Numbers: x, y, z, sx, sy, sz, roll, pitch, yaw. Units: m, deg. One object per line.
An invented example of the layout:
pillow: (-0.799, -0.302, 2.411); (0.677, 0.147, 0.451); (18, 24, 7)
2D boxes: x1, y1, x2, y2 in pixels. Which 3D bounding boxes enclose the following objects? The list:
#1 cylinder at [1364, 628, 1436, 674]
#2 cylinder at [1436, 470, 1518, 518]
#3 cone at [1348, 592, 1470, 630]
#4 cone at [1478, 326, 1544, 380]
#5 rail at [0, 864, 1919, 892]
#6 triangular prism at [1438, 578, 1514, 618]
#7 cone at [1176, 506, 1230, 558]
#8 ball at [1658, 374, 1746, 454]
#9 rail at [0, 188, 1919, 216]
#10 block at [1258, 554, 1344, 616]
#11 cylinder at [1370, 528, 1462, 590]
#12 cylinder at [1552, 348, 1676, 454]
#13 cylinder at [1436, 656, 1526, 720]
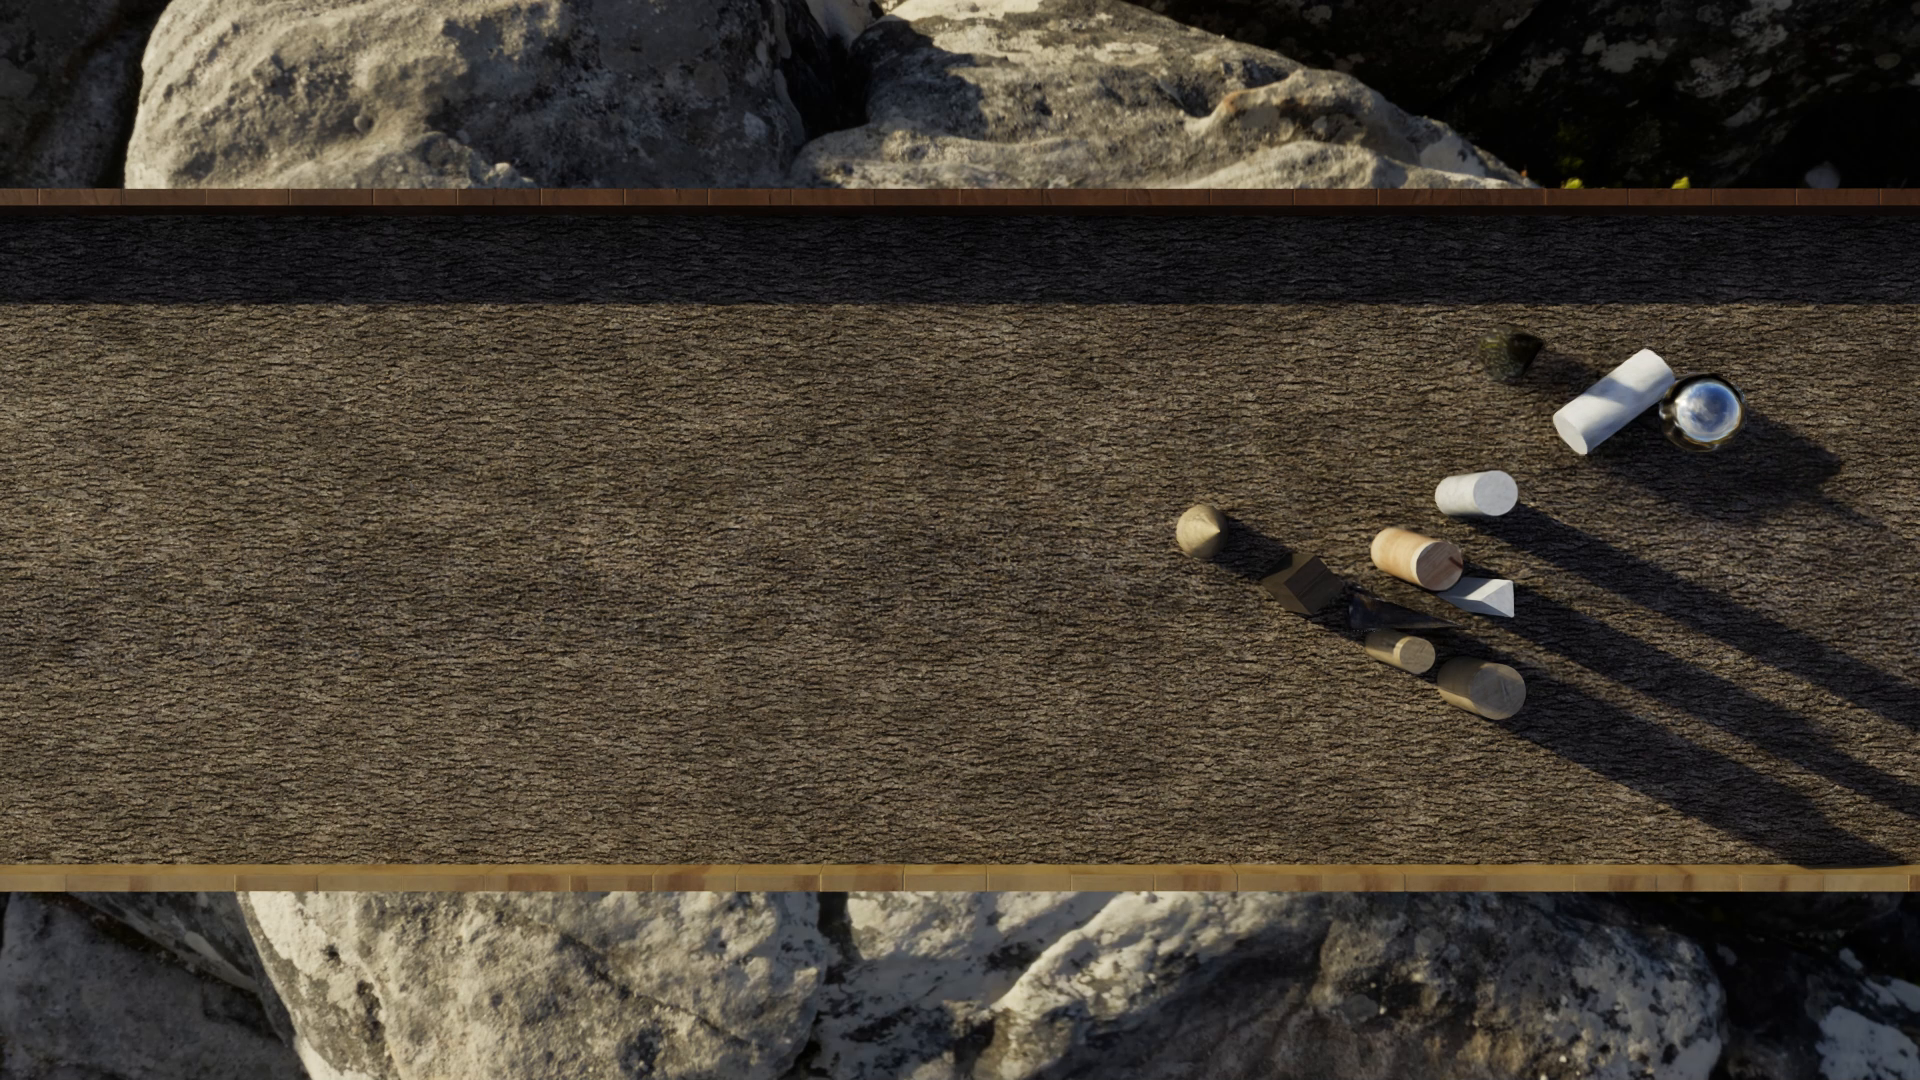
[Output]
cylinder: (1.295, 0.323, 4.872); (0.102, 0.408, 0.102); (0, 91, 0)
cylinder: (1.527, -0.134, 4.890); (0.130, 0.373, 0.130); (0, 90, 0)
cone: (1.363, 0.239, 4.990); (0.357, 0.117, 0.117); (8, 90, 9)
cone: (1.680, -0.573, 4.905); (0.168, 0.342, 0.168); (0, 90, 0)
rail: (-2.247, 1.025, 5.001); (12.000, 0.150, 0.050); (0, 90, 0)
triangular prism: (1.533, 0.154, 4.859); (0.103, 0.434, 0.089); (28, 90, 0)
cone: (0.748, -0.025, 4.908); (0.165, 0.337, 0.165); (0, 90, 0)
ball: (2.118, -0.362, 4.711); (0.228, 0.228, 0.228); (0, 90, 0)
rail: (-2.247, -1.025, 5.002); (12.000, 0.150, 0.050); (0, 90, 0)
block: (1.003, 0.127, 4.876); (0.123, 0.402, 0.123); (-42, 90, 0)
cylinder: (1.355, 0.054, 4.906); (0.145, 0.316, 0.145); (-1, 98, -9)
cylinder: (1.982, -0.419, 4.999); (0.332, 0.154, 0.154); (-36, 90, 0)
cylinder: (1.548, 0.437, 4.910); (0.161, 0.332, 0.161); (0, 90, 0)
